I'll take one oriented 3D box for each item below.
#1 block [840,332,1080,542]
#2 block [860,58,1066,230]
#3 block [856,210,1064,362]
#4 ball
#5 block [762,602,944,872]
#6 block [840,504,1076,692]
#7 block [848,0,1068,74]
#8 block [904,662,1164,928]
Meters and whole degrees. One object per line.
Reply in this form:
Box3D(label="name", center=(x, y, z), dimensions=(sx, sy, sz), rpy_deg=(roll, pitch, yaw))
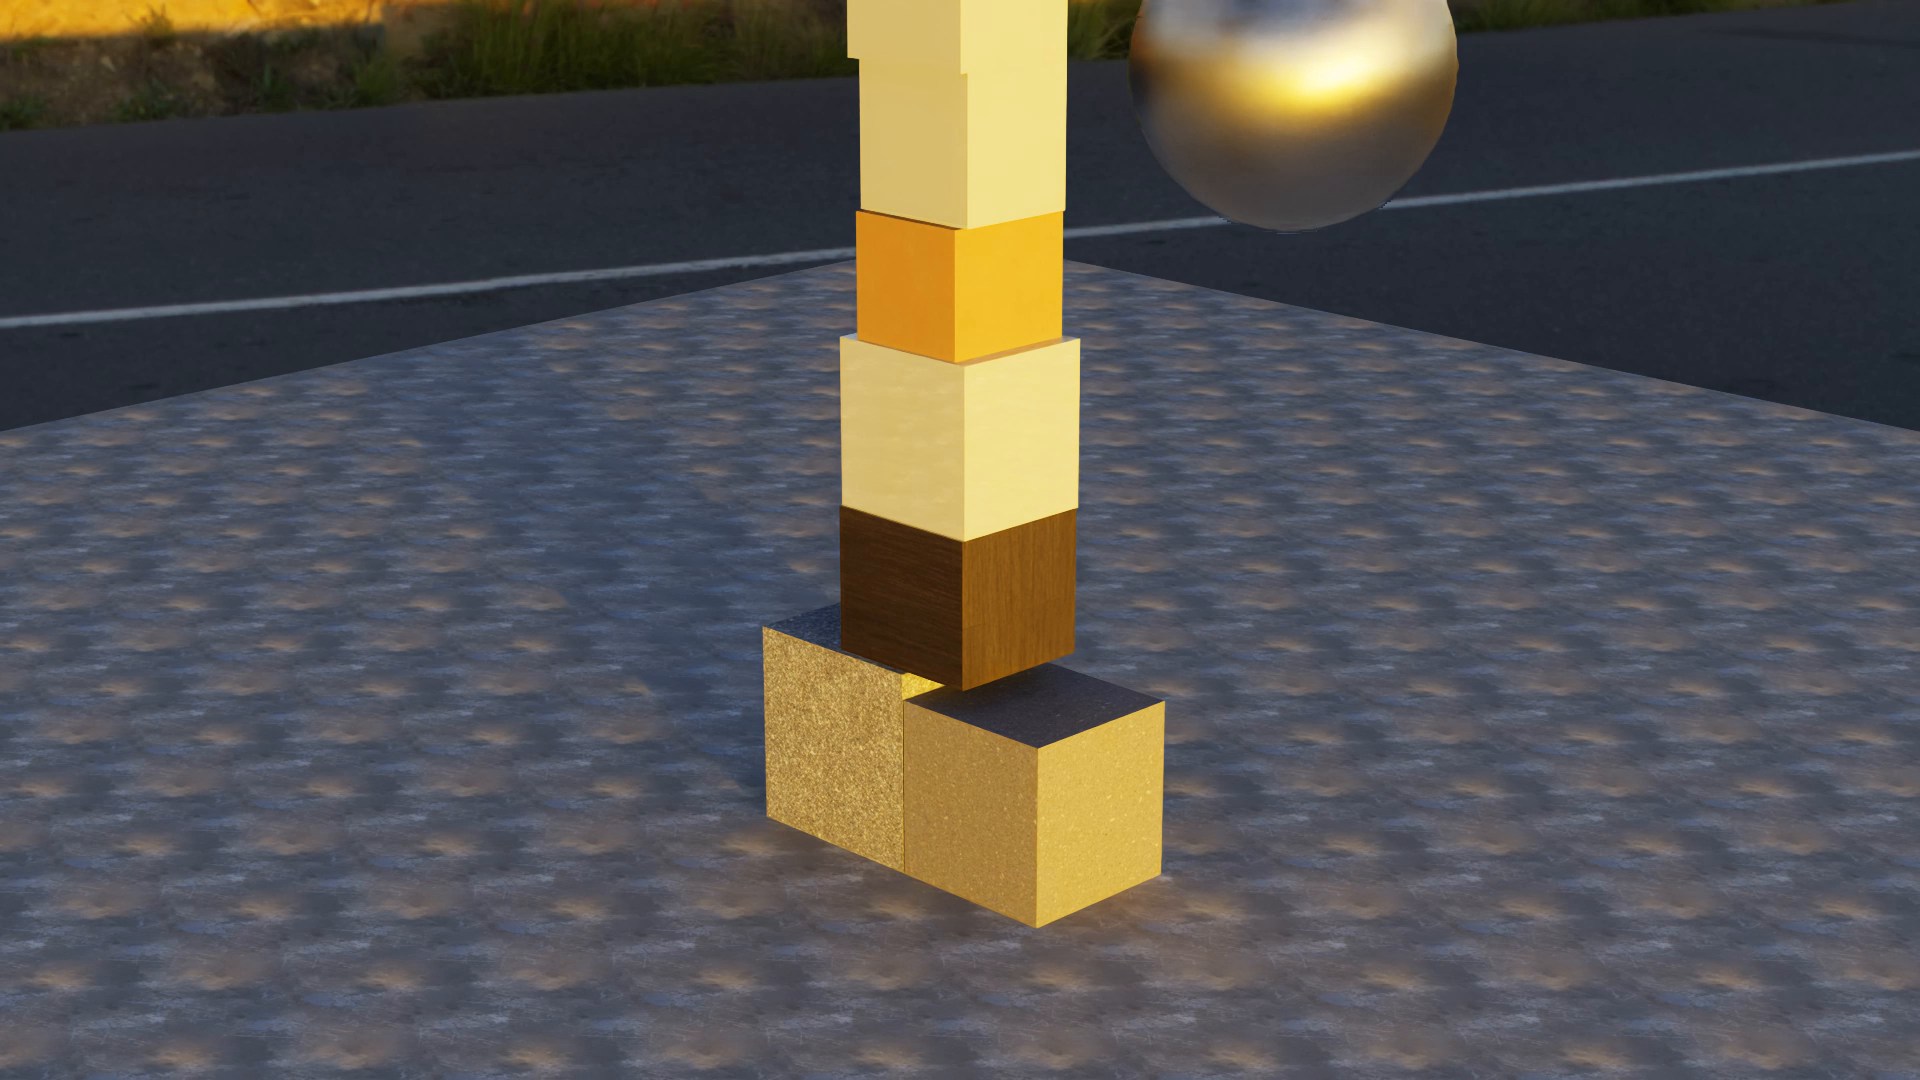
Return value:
Box3D(label="block", center=(-0.001, -0.527, 13.175), dimensions=(0.728, 0.784, 0.784), rpy_deg=(-17, 24, -42))
Box3D(label="block", center=(0.013, -1.773, 12.798), dimensions=(0.608, 0.669, 0.663), rpy_deg=(-17, 24, -42))
Box3D(label="block", center=(-0.001, -1.175, 12.971), dimensions=(0.673, 0.576, 0.613), rpy_deg=(-17, 24, -42))
Box3D(label="ball", center=(1.623, -2.313, 14.316), dimensions=(1.600, 1.600, 1.600), rpy_deg=(0, 17, 0))
Box3D(label="block", center=(-0.306, 0.881, 13.925), dimensions=(0.819, 0.969, 0.946), rpy_deg=(-17, 24, -42))
Box3D(label="block", center=(-0.011, 0.180, 13.387), dimensions=(0.728, 0.693, 0.790), rpy_deg=(-17, 24, -42))
Box3D(label="block", center=(-0.012, -2.360, 12.587), dimensions=(0.648, 0.577, 0.692), rpy_deg=(-17, 24, -42))
Box3D(label="block", center=(0.334, 1.129, 13.338), dimensions=(0.829, 0.849, 0.835), rpy_deg=(-17, 24, -42))
